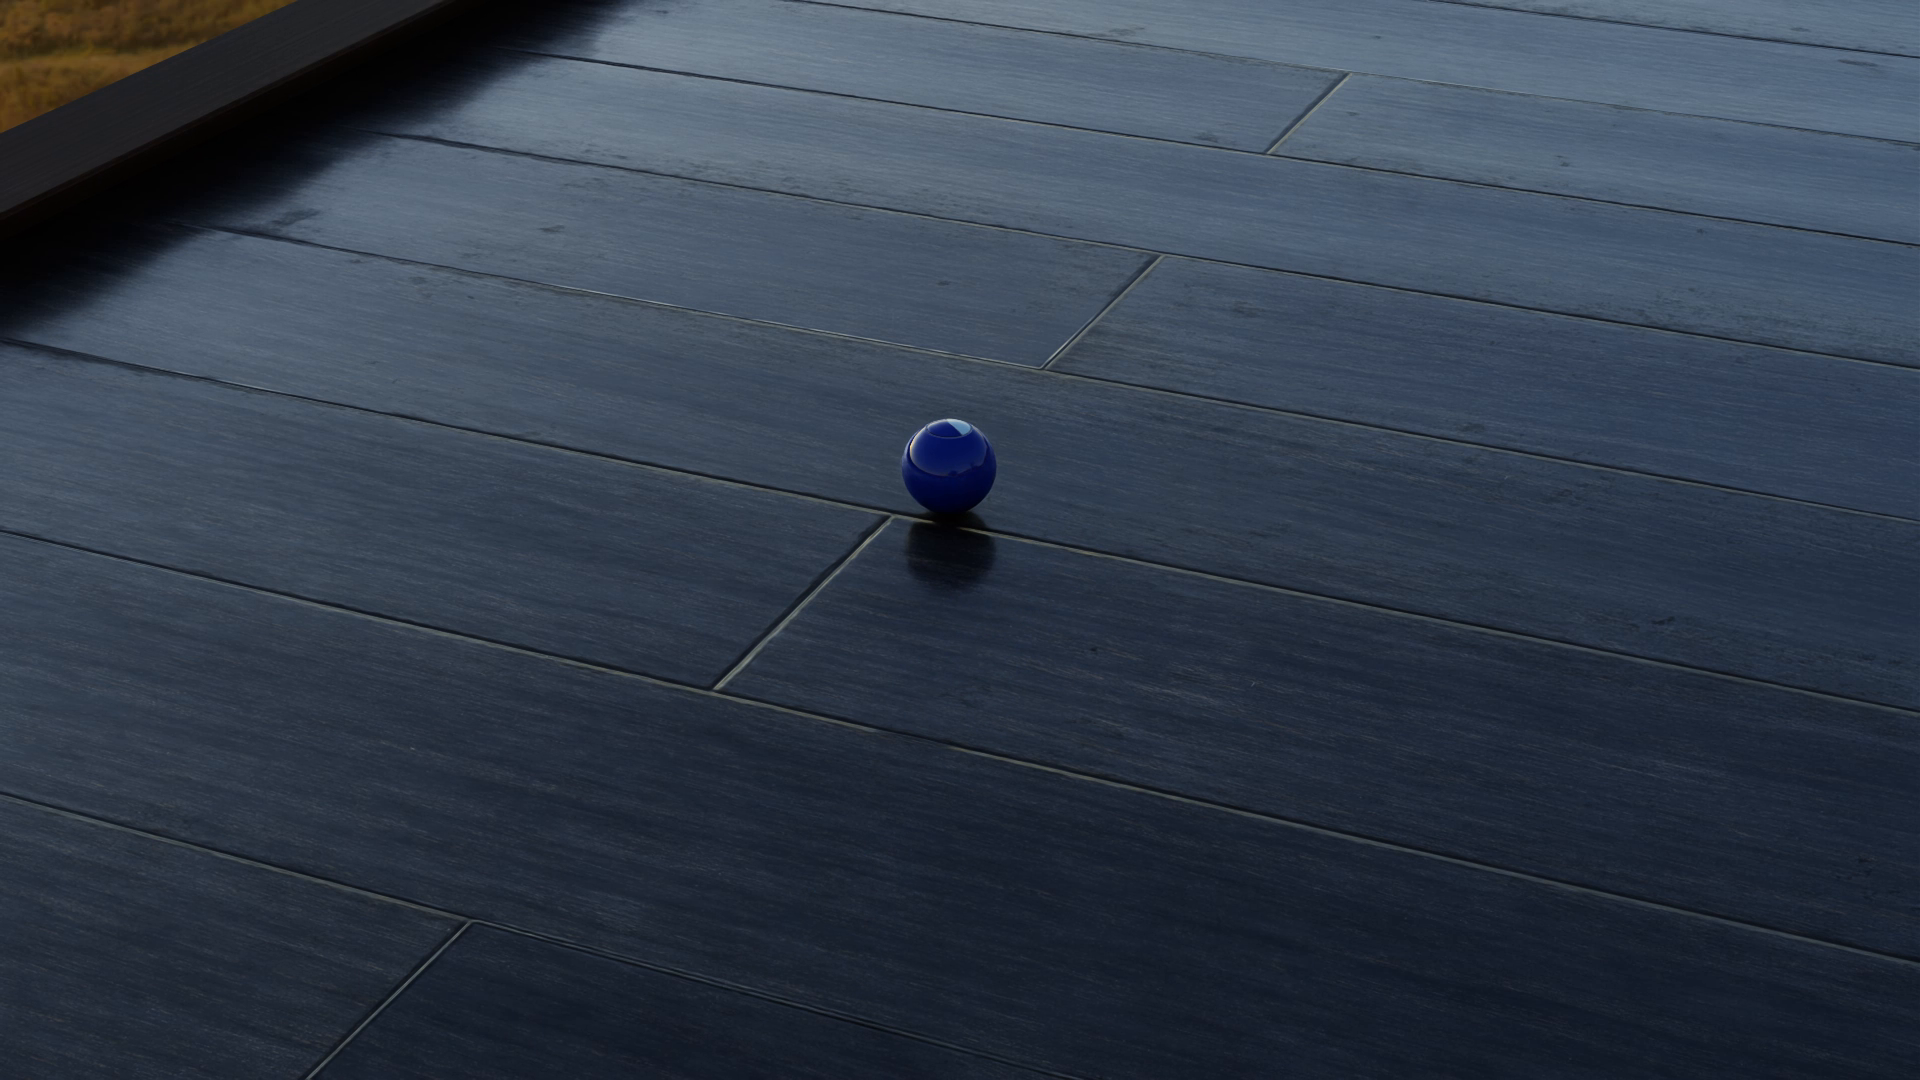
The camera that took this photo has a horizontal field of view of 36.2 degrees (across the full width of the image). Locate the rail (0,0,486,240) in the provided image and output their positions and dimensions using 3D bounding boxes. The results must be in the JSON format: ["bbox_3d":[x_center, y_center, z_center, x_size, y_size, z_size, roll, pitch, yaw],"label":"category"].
[{"bbox_3d":[-0.481,-0.527,2.796,0.045,0.082,3.425,11,29,21],"label":"rail"}]

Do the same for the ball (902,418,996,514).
[{"bbox_3d":[-0.007,-0.047,1.867,0.061,0.061,0.061,0,27,0],"label":"ball"}]
